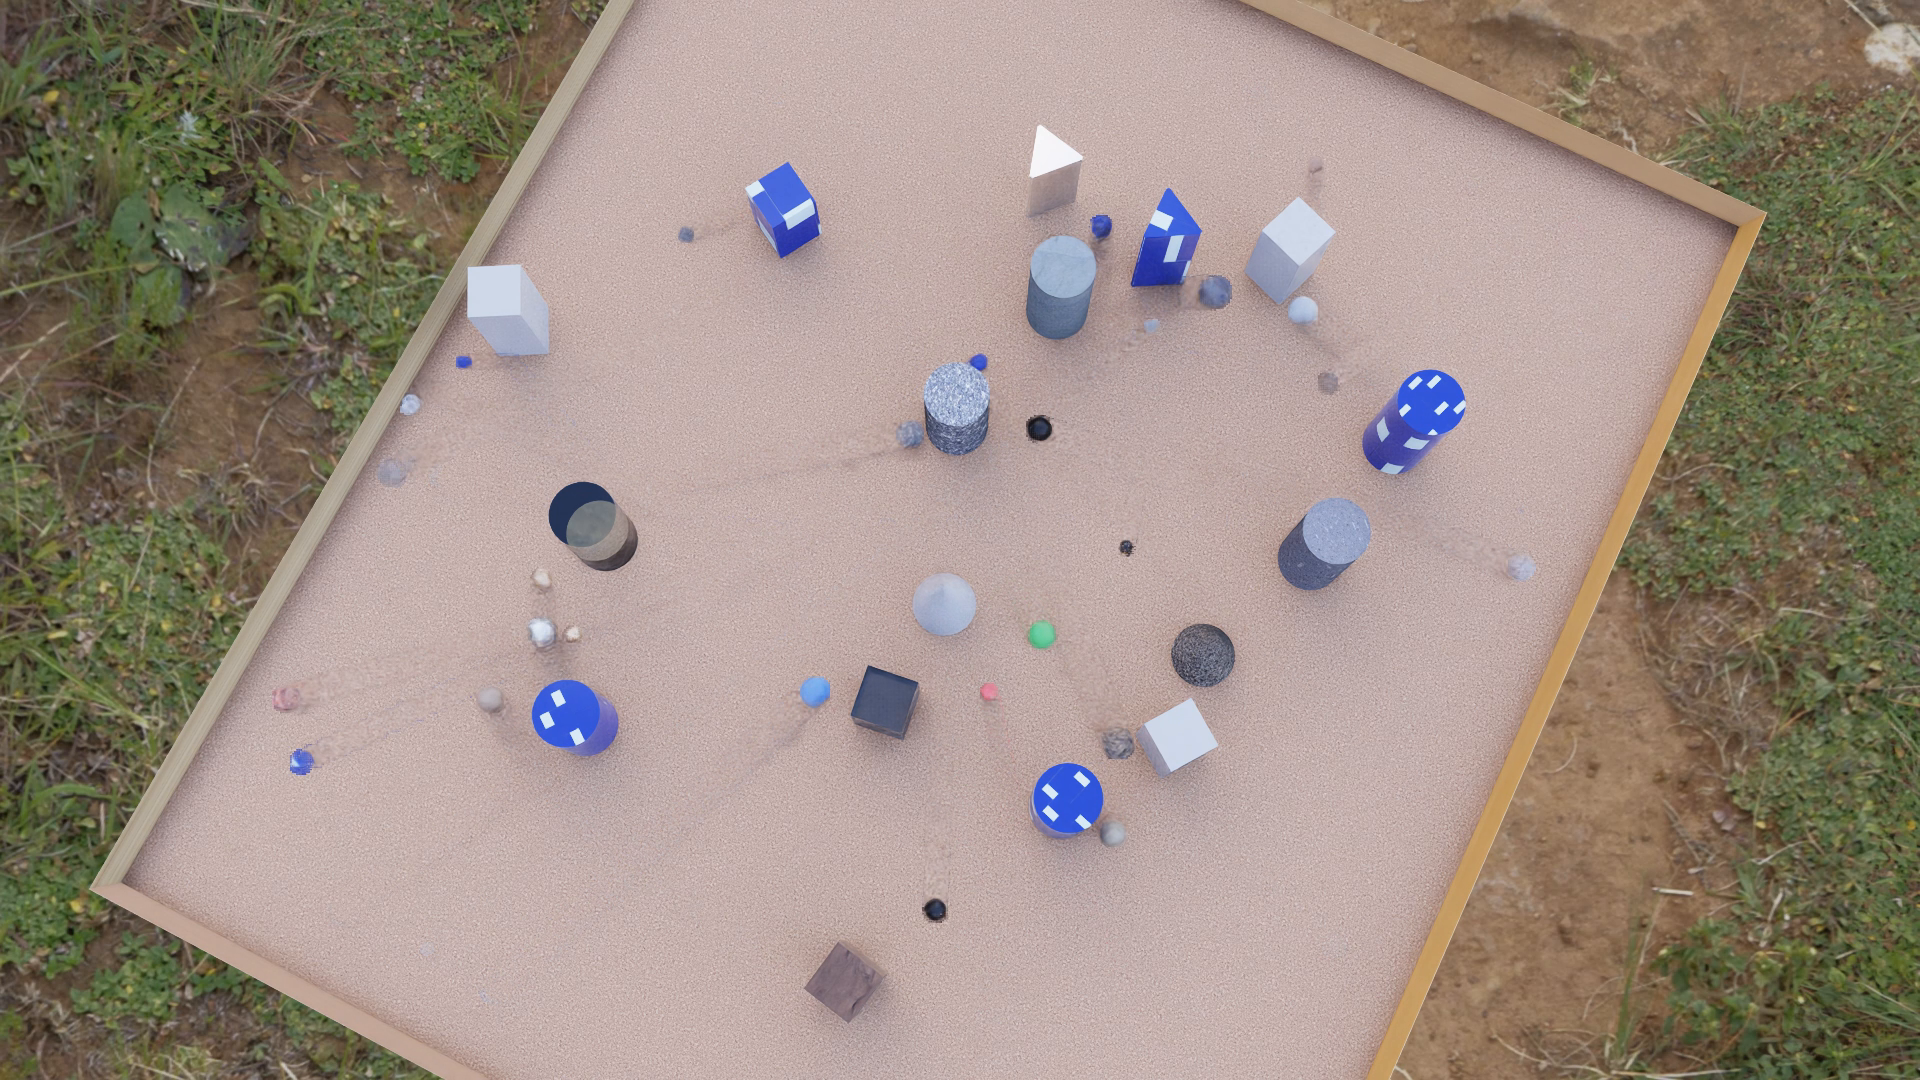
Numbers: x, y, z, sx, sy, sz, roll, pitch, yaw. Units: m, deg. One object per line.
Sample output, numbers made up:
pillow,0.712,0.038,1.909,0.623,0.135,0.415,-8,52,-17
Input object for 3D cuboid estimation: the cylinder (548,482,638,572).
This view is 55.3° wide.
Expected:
cylinder,-1.084,-0.036,5.436,0.193,0.368,0.193,0,78,0

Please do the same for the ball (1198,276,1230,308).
ball,0.795,-0.775,5.727,0.097,0.097,0.097,0,78,0

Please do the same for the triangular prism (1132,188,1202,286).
triangular prism,0.619,-0.922,5.589,0.167,0.428,0.145,-4,78,-1

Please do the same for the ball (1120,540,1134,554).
ball,0.507,0.023,5.590,0.043,0.043,0.043,0,78,0

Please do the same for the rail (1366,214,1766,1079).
rail,1.574,0.777,5.391,0.045,0.126,4.095,26,80,5

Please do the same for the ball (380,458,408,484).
ball,-1.737,-0.209,5.619,0.081,0.081,0.081,0,78,0

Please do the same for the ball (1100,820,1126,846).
ball,0.451,0.861,5.399,0.077,0.077,0.077,0,78,0

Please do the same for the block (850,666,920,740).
block,-0.218,0.482,5.397,0.155,0.235,0.155,18,79,4

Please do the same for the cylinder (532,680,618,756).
cylinder,-1.122,0.523,5.359,0.193,0.293,0.193,0,78,0

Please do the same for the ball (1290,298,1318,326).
ball,1.074,-0.713,5.719,0.088,0.088,0.088,0,78,0

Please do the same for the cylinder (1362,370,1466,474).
cylinder,1.343,-0.345,5.449,0.193,0.468,0.193,0,78,0

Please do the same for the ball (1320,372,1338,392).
ball,1.145,-0.489,5.687,0.059,0.059,0.059,0,78,0

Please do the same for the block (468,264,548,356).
block,-1.368,-0.693,5.567,0.155,0.378,0.155,-3,78,-1

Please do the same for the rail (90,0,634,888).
rail,-1.574,-0.764,5.709,0.045,0.126,4.095,26,80,5

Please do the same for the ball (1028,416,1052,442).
ball,0.245,-0.342,5.648,0.077,0.077,0.077,0,78,0

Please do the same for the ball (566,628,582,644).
ball,-1.167,0.287,5.532,0.048,0.048,0.048,0,78,0

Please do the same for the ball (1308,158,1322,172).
ball,1.132,-1.195,5.842,0.042,0.042,0.042,0,78,0

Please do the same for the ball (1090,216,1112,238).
ball,0.446,-0.988,5.788,0.065,0.065,0.065,0,78,0

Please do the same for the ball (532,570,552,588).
ball,-1.269,0.119,5.562,0.058,0.058,0.058,0,78,0

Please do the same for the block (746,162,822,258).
block,-0.545,-1.022,5.694,0.155,0.262,0.155,-33,80,-6

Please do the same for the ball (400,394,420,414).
ball,-1.702,-0.423,5.673,0.060,0.060,0.060,0,78,0

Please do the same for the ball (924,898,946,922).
ball,-0.071,1.082,5.360,0.064,0.064,0.064,0,78,0

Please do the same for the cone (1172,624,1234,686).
cone,0.735,0.311,5.364,0.193,0.368,0.193,0,78,0

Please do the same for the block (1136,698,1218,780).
block,0.630,0.583,5.352,0.155,0.283,0.155,-28,80,-6

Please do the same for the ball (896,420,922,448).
ball,-0.156,-0.326,5.643,0.080,0.080,0.080,0,78,0

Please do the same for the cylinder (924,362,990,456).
cylinder,-0.010,-0.391,5.522,0.193,0.343,0.193,0,78,0

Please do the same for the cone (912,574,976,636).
cone,-0.047,0.161,5.412,0.193,0.335,0.193,0,78,0

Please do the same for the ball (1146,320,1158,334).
ball,0.600,-0.668,5.734,0.041,0.041,0.041,0,78,0

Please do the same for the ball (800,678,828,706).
ball,-0.436,0.454,5.479,0.086,0.086,0.086,0,78,0

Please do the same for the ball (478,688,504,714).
ball,-1.401,0.479,5.477,0.079,0.079,0.079,0,78,0

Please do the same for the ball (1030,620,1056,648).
ball,0.248,0.283,5.518,0.079,0.079,0.079,0,78,0

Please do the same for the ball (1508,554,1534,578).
ball,1.702,0.080,5.563,0.072,0.072,0.072,0,78,0

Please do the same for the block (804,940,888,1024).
block,-0.319,1.245,5.178,0.155,0.355,0.155,36,81,7

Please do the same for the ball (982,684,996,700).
ball,0.087,0.457,5.499,0.045,0.045,0.045,0,78,0

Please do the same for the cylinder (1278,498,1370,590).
cylinder,1.068,0.016,5.398,0.193,0.420,0.193,0,78,0

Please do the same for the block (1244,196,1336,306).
block,1.007,-0.881,5.617,0.155,0.355,0.155,-43,81,-8

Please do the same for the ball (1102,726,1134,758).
ball,0.469,0.600,5.445,0.094,0.094,0.094,0,78,0

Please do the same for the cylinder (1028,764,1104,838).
cylinder,0.301,0.754,5.269,0.193,0.376,0.193,0,78,0

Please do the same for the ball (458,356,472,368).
ball,-1.543,-0.554,5.710,0.041,0.041,0.041,0,78,0

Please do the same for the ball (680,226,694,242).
ball,-0.864,-0.969,5.793,0.046,0.046,0.046,0,78,0

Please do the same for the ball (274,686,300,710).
ball,-2.012,0.472,5.480,0.077,0.077,0.077,0,78,0

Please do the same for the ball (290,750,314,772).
ball,-1.956,0.658,5.448,0.063,0.063,0.063,0,78,0

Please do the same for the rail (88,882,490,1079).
rail,-0.905,1.779,5.183,3.567,0.126,0.045,26,80,5

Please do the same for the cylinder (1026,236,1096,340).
cylinder,0.304,-0.763,5.573,0.193,0.394,0.193,0,78,0

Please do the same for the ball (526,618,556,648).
ball,-1.258,0.280,5.514,0.087,0.087,0.087,0,78,0

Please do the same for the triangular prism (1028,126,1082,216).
triangular prism,0.265,-1.155,5.689,0.167,0.325,0.145,-21,79,-4

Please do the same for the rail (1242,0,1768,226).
rail,0.905,-1.766,5.917,3.567,0.126,0.045,26,80,5

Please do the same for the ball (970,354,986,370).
ball,0.056,-0.550,5.704,0.051,0.051,0.051,0,78,0
